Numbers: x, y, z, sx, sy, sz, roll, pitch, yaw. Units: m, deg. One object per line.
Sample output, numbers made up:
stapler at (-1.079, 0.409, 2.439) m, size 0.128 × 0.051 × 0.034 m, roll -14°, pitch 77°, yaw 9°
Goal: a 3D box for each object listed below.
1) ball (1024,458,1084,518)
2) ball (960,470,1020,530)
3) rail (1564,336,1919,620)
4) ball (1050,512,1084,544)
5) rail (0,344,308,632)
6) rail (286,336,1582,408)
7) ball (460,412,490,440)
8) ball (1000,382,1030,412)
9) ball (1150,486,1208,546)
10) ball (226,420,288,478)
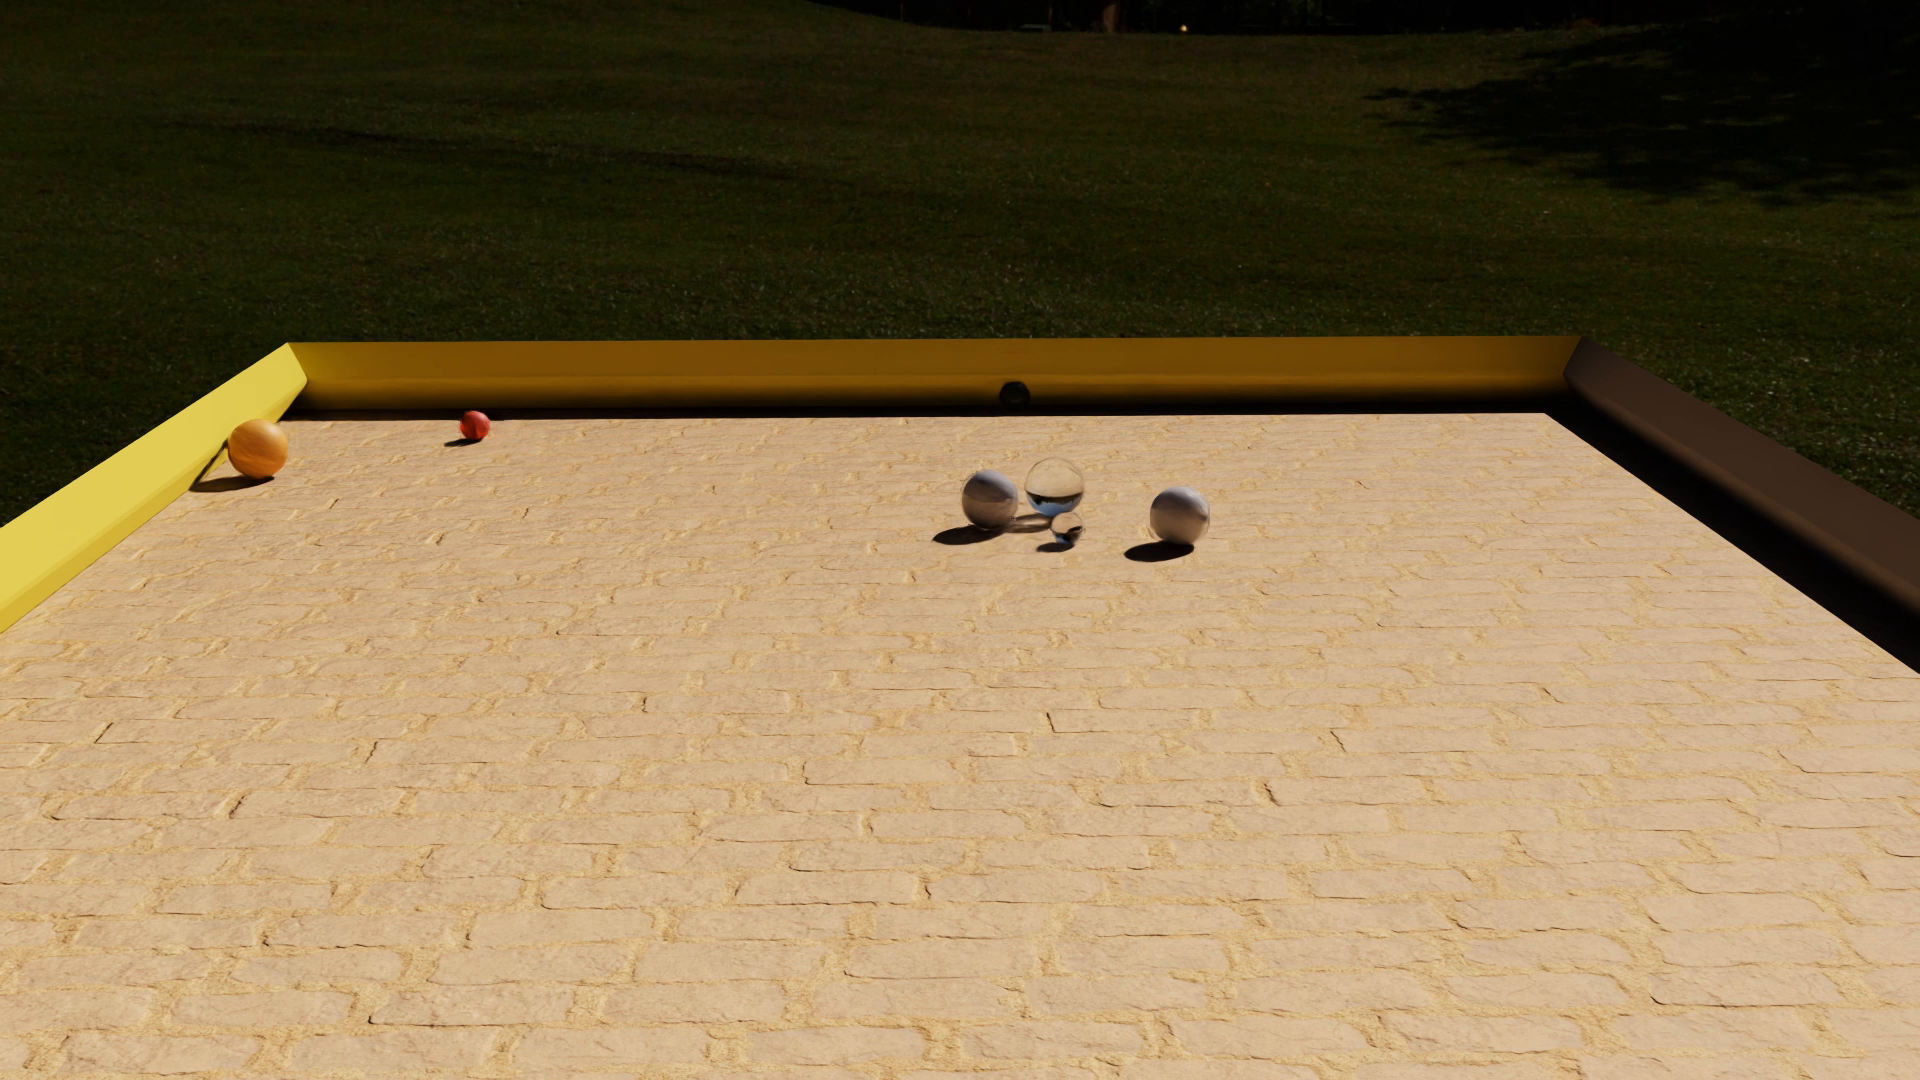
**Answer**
ball at (0.137, -0.076, 3.197) m, size 0.087 × 0.087 × 0.087 m, roll 0°, pitch 15°, yaw 0°
ball at (0.043, -0.057, 3.133) m, size 0.083 × 0.083 × 0.083 m, roll 0°, pitch 15°, yaw 0°
rail at (1.182, 0.241, 1.937) m, size 0.045 × 0.120 × 4.317 m, roll 0°, pitch 15°, yaw -2°
ball at (0.149, -0.017, 3.055) m, size 0.046 × 0.046 × 0.046 m, roll 0°, pitch 15°, yaw 0°
rail at (-1.112, 0.260, 1.865) m, size 0.045 × 0.120 × 4.317 m, roll 0°, pitch 15°, yaw -2°
rail at (-0.034, -0.298, 3.963) m, size 2.342 × 0.120 × 0.045 m, roll 0°, pitch 15°, yaw -2°
ball at (-0.818, -0.193, 3.710) m, size 0.049 × 0.049 × 0.049 m, roll 0°, pitch 15°, yaw 0°
ball at (0.098, -0.258, 3.945) m, size 0.053 × 0.053 × 0.053 m, roll 0°, pitch 15°, yaw 0°
ball at (0.303, -0.033, 3.046) m, size 0.082 × 0.082 × 0.082 m, roll 0°, pitch 15°, yaw 0°
ball at (-1.097, -0.143, 3.436) m, size 0.093 × 0.093 × 0.093 m, roll 0°, pitch 15°, yaw 0°
